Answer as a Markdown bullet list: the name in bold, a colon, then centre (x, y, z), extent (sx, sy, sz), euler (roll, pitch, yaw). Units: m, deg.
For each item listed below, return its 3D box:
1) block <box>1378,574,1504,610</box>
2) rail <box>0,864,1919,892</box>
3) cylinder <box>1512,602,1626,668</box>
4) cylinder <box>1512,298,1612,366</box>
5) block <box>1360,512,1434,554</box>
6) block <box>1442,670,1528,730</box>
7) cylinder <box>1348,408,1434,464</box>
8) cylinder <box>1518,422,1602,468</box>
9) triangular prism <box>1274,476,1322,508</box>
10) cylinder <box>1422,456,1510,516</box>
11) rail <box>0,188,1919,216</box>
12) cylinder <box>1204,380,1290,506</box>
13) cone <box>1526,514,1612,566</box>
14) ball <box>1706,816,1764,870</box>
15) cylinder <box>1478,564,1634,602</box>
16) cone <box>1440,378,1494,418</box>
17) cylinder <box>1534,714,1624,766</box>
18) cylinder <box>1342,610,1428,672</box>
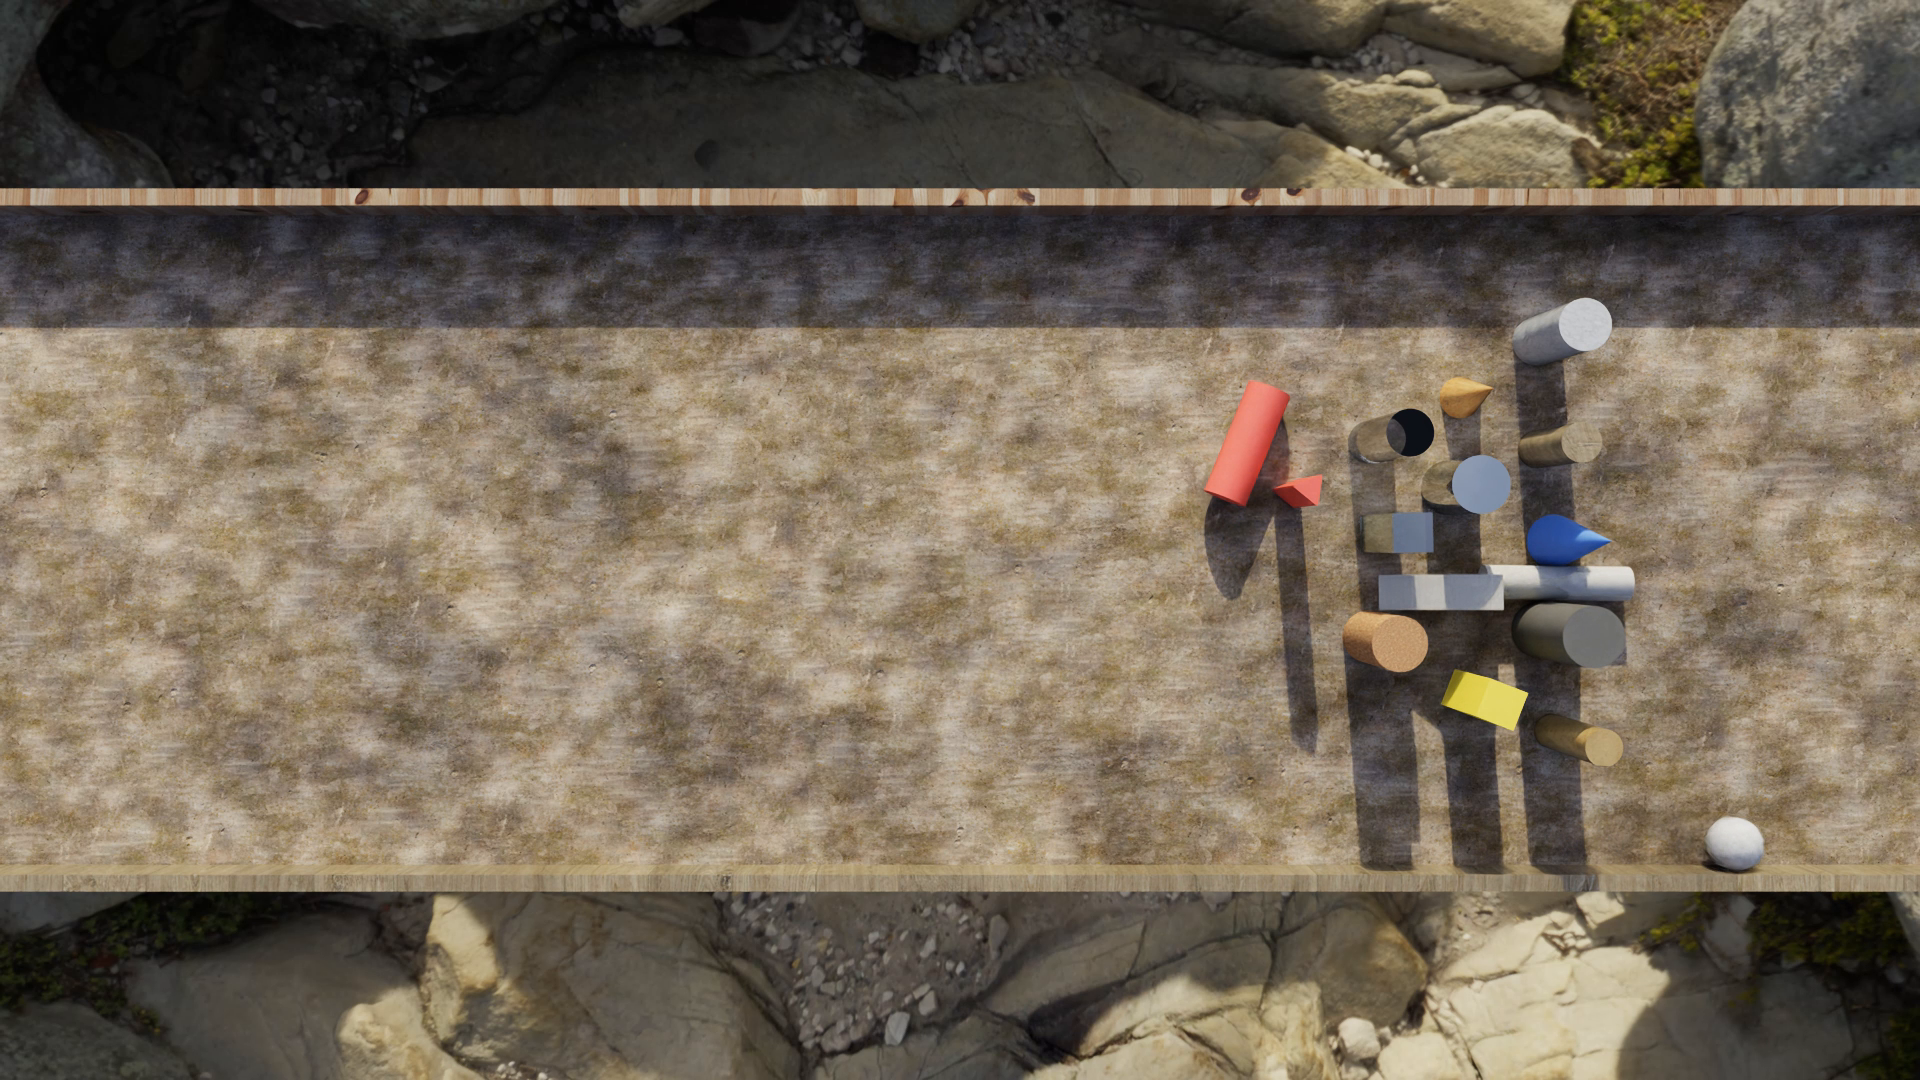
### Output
- **block**: centre (1.450, 0.156, 4.967), extent (0.357, 0.105, 0.105), euler (-1, 90, 20)
- **rail**: centre (-2.247, 1.025, 5.001), extent (12.000, 0.150, 0.050), euler (0, 90, 0)
- **cylinder**: centre (1.785, 0.275, 4.860), extent (0.176, 0.433, 0.176), euler (0, 90, 0)
- **cylinder**: centre (1.776, -0.612, 4.879), extent (0.151, 0.394, 0.151), euler (0, 90, 0)
- **block**: centre (1.289, -0.021, 4.883), extent (0.114, 0.387, 0.114), euler (-1, 90, 0)
- **block**: centre (1.555, 0.472, 4.905), extent (0.116, 0.343, 0.116), euler (21, 90, 0)
- **cylinder**: centre (1.261, -0.301, 4.848), extent (0.135, 0.457, 0.135), euler (0, 90, 0)
- **cylinder**: centre (1.775, -0.279, 4.892), extent (0.117, 0.369, 0.117), euler (0, 90, 0)
- **triangular prism**: centre (1.018, -0.157, 4.911), extent (0.088, 0.331, 0.076), euler (39, 90, 0)
- **cylinder**: centre (1.504, -0.160, 4.916), extent (0.170, 0.320, 0.170), euler (0, 90, 0)
- **rail**: centre (-2.247, -1.025, 5.002), extent (12.000, 0.150, 0.050), euler (0, 90, 0)
- **cylinder**: centre (0.872, -0.292, 5.009), extent (0.134, 0.134, 0.359), euler (22, 90, 0)
- **cone**: centre (1.827, 0.004, 4.848), extent (0.166, 0.457, 0.166), euler (0, 90, 0)
- **ball**: centre (2.346, 0.919, 4.996), extent (0.161, 0.161, 0.161), euler (0, 90, 0)
- **cylinder**: centre (1.813, 0.131, 5.024), extent (0.441, 0.106, 0.106), euler (1, 90, 0)
- **cone**: centre (1.540, -0.438, 4.918), extent (0.128, 0.316, 0.128), euler (0, 90, 0)
- **cylinder**: centre (1.820, 0.588, 4.868), extent (0.107, 0.418, 0.107), euler (0, 90, 0)
- **cylinder**: centre (1.258, 0.297, 4.895), extent (0.161, 0.363, 0.161), euler (0, 90, 0)
